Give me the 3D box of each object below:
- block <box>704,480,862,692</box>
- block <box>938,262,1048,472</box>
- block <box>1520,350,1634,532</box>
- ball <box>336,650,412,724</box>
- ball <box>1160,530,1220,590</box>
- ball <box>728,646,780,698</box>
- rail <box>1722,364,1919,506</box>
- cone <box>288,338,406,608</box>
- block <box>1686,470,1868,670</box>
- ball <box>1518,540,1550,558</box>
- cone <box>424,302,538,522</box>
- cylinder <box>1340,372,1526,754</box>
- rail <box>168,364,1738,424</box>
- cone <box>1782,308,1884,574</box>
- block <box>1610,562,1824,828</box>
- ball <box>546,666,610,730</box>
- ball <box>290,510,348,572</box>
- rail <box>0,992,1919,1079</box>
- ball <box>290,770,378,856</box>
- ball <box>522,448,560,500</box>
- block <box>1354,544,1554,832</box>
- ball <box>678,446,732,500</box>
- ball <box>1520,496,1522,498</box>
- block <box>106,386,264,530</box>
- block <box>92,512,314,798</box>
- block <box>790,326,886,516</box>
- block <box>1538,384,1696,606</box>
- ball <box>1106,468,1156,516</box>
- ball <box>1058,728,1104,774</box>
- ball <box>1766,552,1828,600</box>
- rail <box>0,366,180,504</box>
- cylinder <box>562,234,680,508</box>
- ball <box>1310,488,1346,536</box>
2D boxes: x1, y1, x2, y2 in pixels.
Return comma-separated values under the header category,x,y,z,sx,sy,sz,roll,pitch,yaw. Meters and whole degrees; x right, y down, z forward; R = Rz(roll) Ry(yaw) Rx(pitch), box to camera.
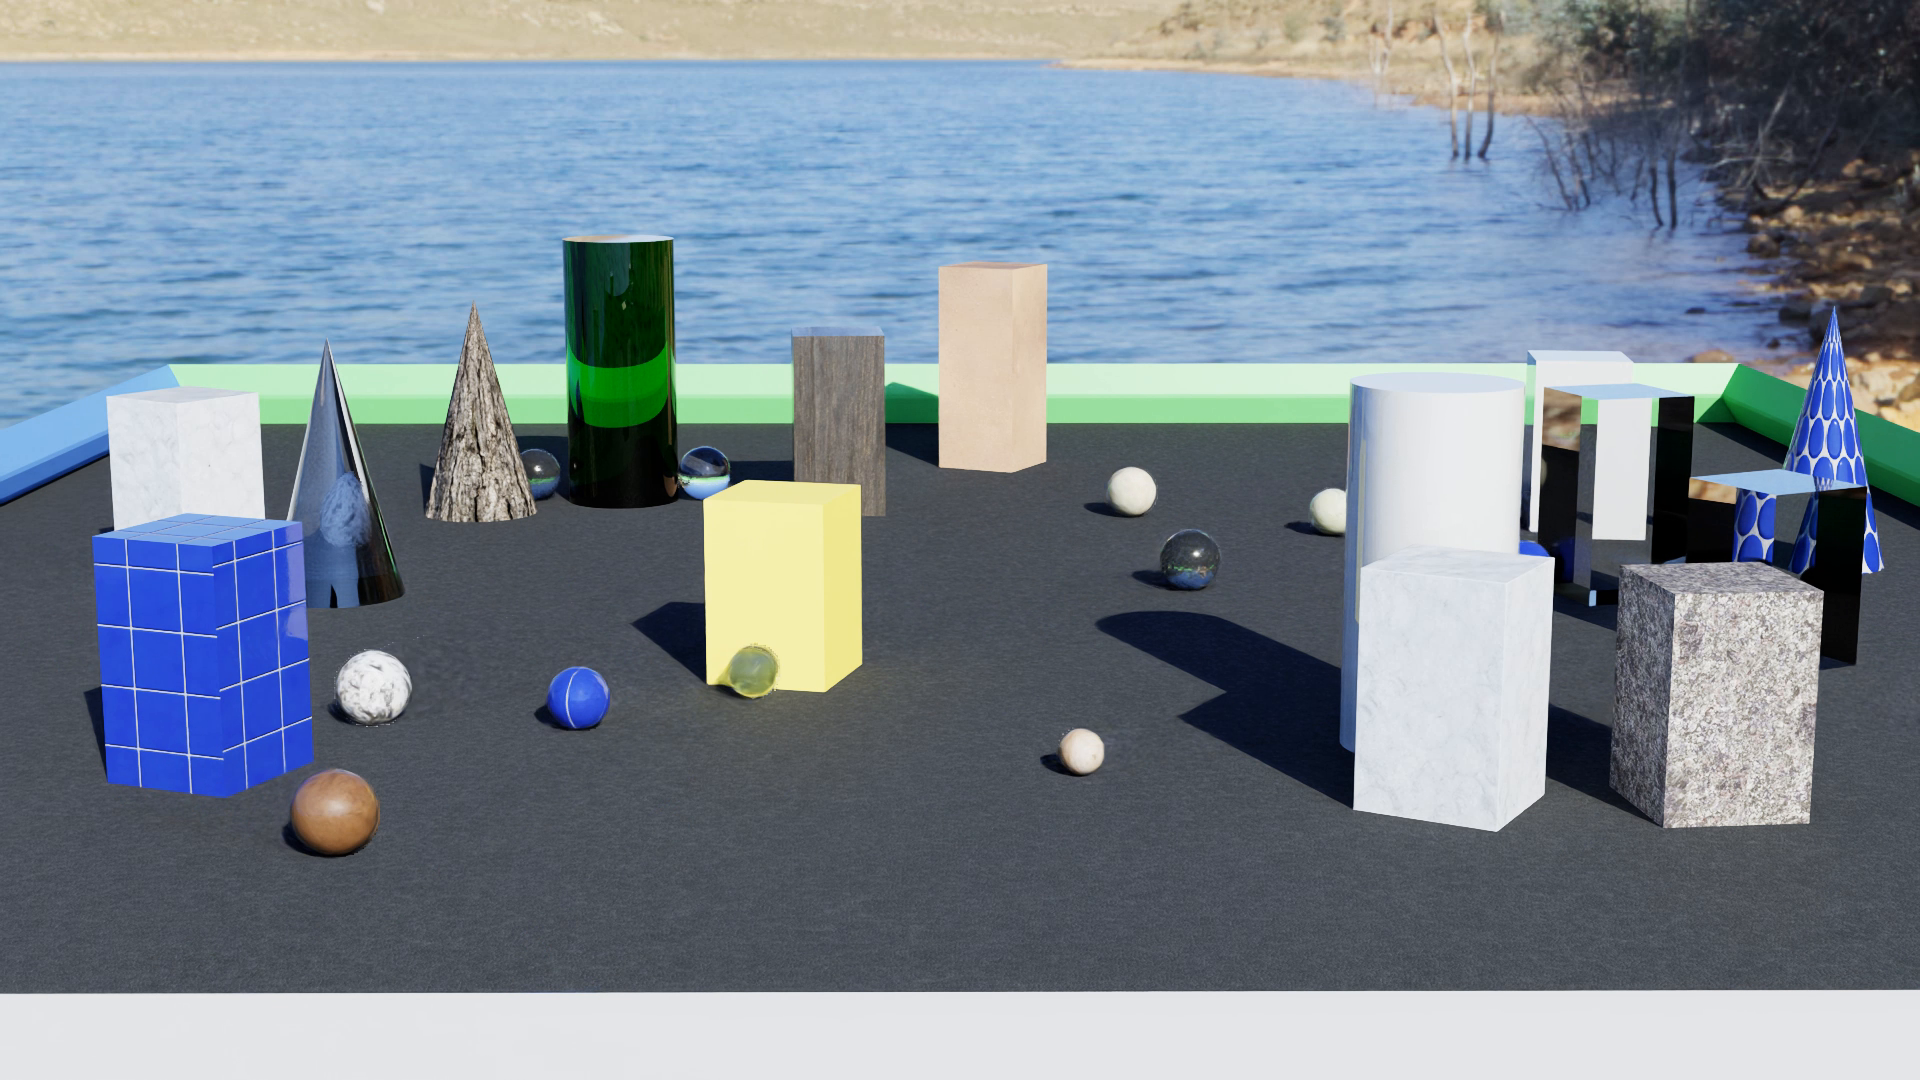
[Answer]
category,x,y,z,sx,sy,sz,roll,pitch,yaw
block,-0.209,0.052,3.060,0.146,0.222,0.146,3,11,15
block,0.060,-0.316,4.644,0.146,0.362,0.146,5,12,26
block,0.972,-0.157,4.049,0.146,0.268,0.146,1,11,7
ball,-0.650,0.164,2.844,0.082,0.082,0.082,0,11,0
ball,0.320,0.028,3.564,0.084,0.084,0.084,0,11,0
ball,-0.239,0.152,2.964,0.060,0.060,0.060,0,11,0
rail,1.565,0.029,3.459,0.045,0.119,3.557,0,11,0
cone,-0.858,-0.101,3.506,0.183,0.357,0.183,0,11,0
block,0.993,0.038,3.137,0.146,0.221,0.146,-5,12,-26
ball,0.782,0.036,3.550,0.072,0.072,0.072,0,11,0
cone,-0.781,-0.217,4.150,0.183,0.348,0.183,0,11,0
cylinder,0.501,0.027,2.733,0.183,0.392,0.183,0,11,0
rail,-0.010,-0.293,5.175,3.178,0.119,0.045,0,11,0
cone,1.258,-0.152,3.727,0.183,0.378,0.183,0,11,0
block,0.740,0.149,2.522,0.146,0.229,0.146,-1,11,-6
ball,-0.420,0.174,2.823,0.070,0.070,0.070,0,11,0
ball,-0.924,0.001,3.684,0.091,0.091,0.091,0,11,0
rail,0.010,0.354,1.725,3.178,0.119,0.045,0,11,0
ball,-0.580,0.252,2.377,0.080,0.080,0.080,0,11,0
ball,-0.711,-0.110,4.297,0.085,0.085,0.085,0,11,0
block,0.487,0.141,2.528,0.146,0.242,0.146,6,12,30
ball,-0.427,-0.112,4.295,0.089,0.089,0.089,0,11,0
ball,0.873,-0.083,4.166,0.079,0.079,0.079,0,11,0
block,-1.097,-0.077,3.645,0.146,0.261,0.146,7,13,32
block,-0.775,0.115,2.634,0.146,0.256,0.146,4,11,21
block,-0.199,-0.195,4.187,0.146,0.292,0.146,-1,11,-5
block,0.899,-0.065,3.527,0.146,0.280,0.146,-3,11,-16
ball,0.275,-0.078,4.136,0.080,0.080,0.080,0,11,0
ball,0.125,0.218,2.645,0.048,0.048,0.048,0,11,0
ball,1.093,0.061,3.371,0.090,0.090,0.090,0,11,0
rail,-1.565,0.032,3.441,0.045,0.119,3.557,0,11,0
cylinder,-0.563,-0.282,4.263,0.183,0.436,0.183,0,11,0
ball,0.577,-0.043,3.973,0.073,0.073,0.073,0,11,0
